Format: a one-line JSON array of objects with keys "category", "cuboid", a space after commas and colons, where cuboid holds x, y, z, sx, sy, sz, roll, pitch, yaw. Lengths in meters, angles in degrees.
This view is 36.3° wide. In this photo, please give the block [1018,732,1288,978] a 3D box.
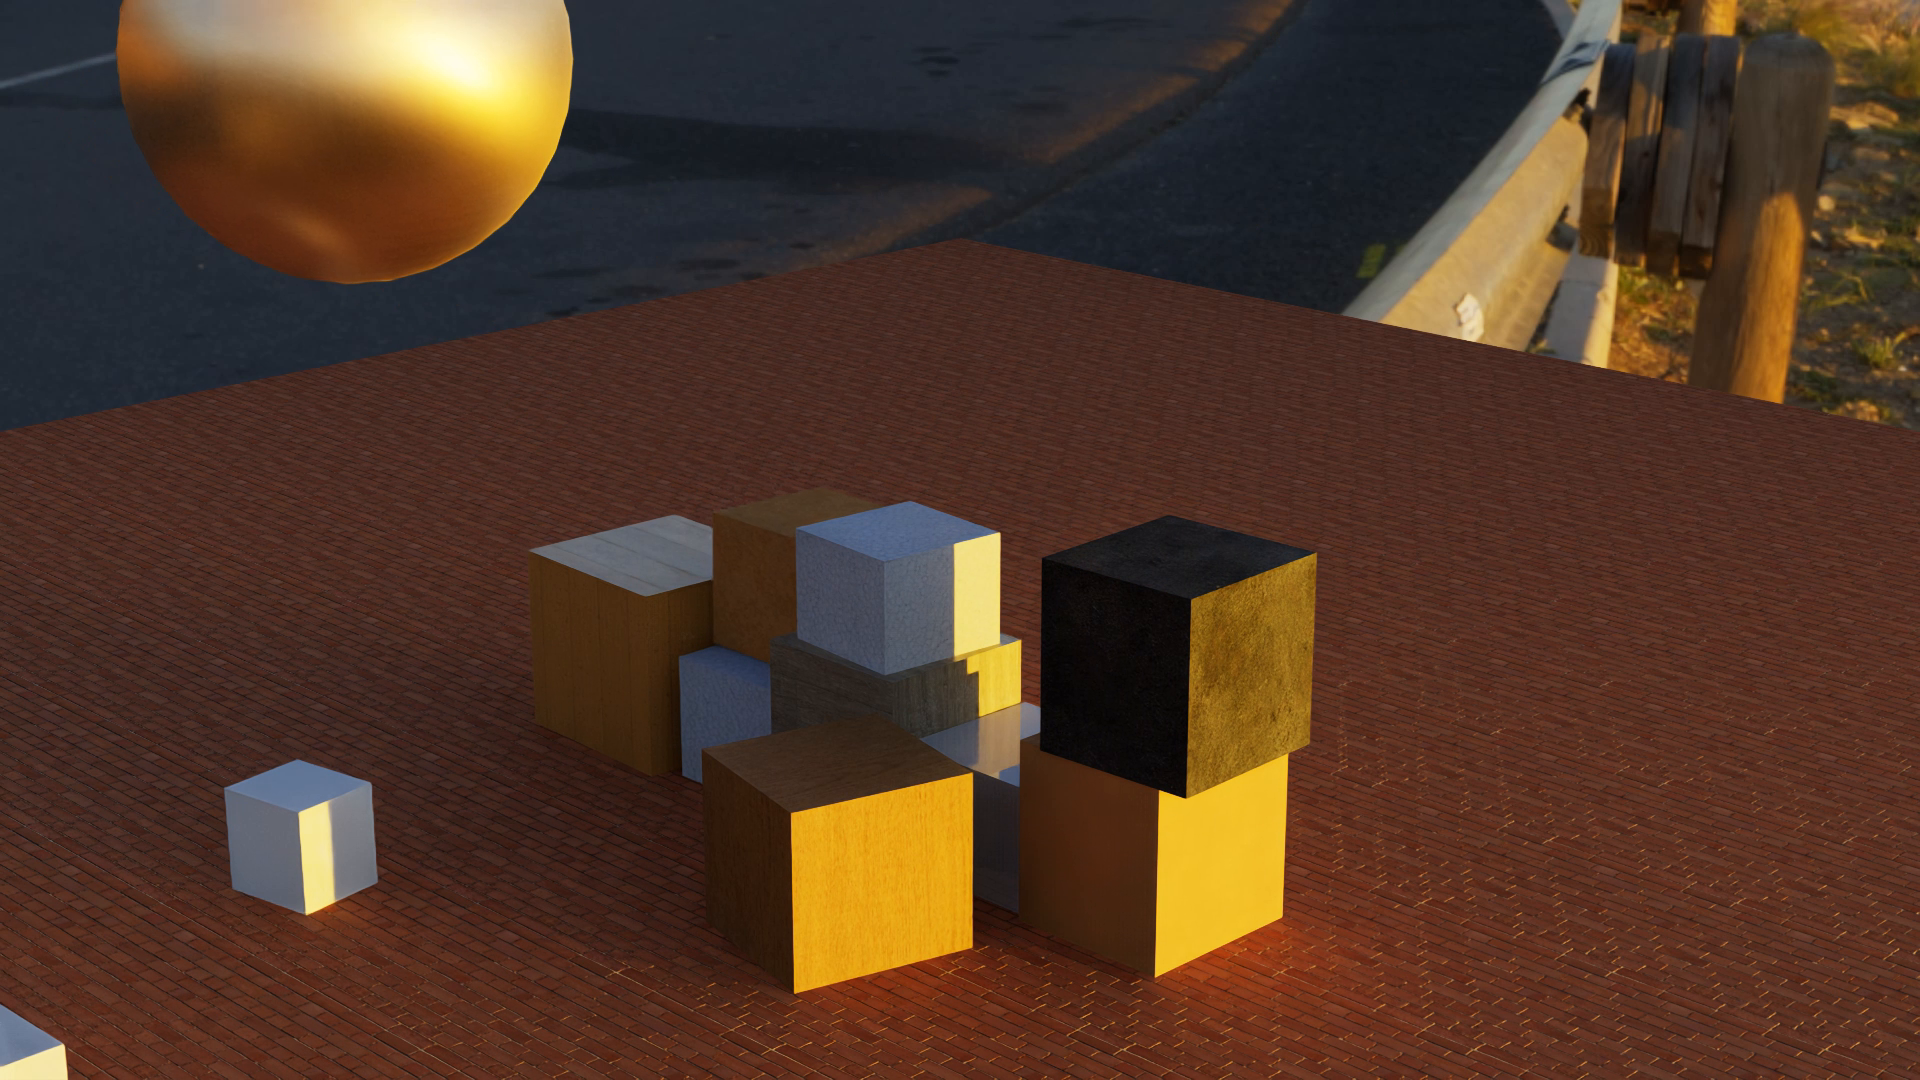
[{"category": "block", "cuboid": [0.845, 1.271, 12.869, 0.803, 0.858, 0.853, 17, 24, 42]}]

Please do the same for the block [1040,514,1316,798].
[{"category": "block", "cuboid": [0.928, 0.479, 12.513, 0.804, 0.869, 0.850, 16, 23, 41]}]

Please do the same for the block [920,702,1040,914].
[{"category": "block", "cuboid": [0.296, 1.219, 13.456, 0.774, 0.606, 0.760, -16, 24, -42]}]

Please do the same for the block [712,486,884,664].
[{"category": "block", "cuboid": [-0.738, 0.190, 14.503, 0.707, 0.675, 0.657, -15, 23, -42]}]

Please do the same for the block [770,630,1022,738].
[{"category": "block", "cuboid": [-0.304, 0.906, 13.931, 0.833, 0.919, 0.841, -17, 24, -42]}]

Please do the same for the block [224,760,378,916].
[{"category": "block", "cuboid": [-2.978, 1.339, 13.264, 0.487, 0.492, 0.432, 12, 21, 34]}]

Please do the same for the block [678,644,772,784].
[{"category": "block", "cuboid": [-0.855, 0.871, 14.524, 0.736, 0.629, 0.755, 17, 24, 42]}]

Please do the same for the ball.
[{"category": "ball", "cuboid": [-2.191, -1.721, 10.504, 1.600, 1.600, 1.600, 0, 17, 0]}]

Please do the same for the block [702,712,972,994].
[{"category": "block", "cuboid": [-0.534, 1.338, 12.726, 0.871, 0.816, 0.839, -10, 20, -29]}]

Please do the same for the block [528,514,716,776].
[{"category": "block", "cuboid": [-1.528, 0.520, 15.115, 0.941, 0.944, 1.016, -15, 23, -40]}]

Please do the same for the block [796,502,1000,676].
[{"category": "block", "cuboid": [-0.290, 0.214, 13.693, 0.686, 0.544, 0.664, -14, 22, -38]}]

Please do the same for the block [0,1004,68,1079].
[{"category": "block", "cuboid": [-3.667, 2.118, 10.495, 0.655, 0.666, 0.710, 16, 24, 42]}]
